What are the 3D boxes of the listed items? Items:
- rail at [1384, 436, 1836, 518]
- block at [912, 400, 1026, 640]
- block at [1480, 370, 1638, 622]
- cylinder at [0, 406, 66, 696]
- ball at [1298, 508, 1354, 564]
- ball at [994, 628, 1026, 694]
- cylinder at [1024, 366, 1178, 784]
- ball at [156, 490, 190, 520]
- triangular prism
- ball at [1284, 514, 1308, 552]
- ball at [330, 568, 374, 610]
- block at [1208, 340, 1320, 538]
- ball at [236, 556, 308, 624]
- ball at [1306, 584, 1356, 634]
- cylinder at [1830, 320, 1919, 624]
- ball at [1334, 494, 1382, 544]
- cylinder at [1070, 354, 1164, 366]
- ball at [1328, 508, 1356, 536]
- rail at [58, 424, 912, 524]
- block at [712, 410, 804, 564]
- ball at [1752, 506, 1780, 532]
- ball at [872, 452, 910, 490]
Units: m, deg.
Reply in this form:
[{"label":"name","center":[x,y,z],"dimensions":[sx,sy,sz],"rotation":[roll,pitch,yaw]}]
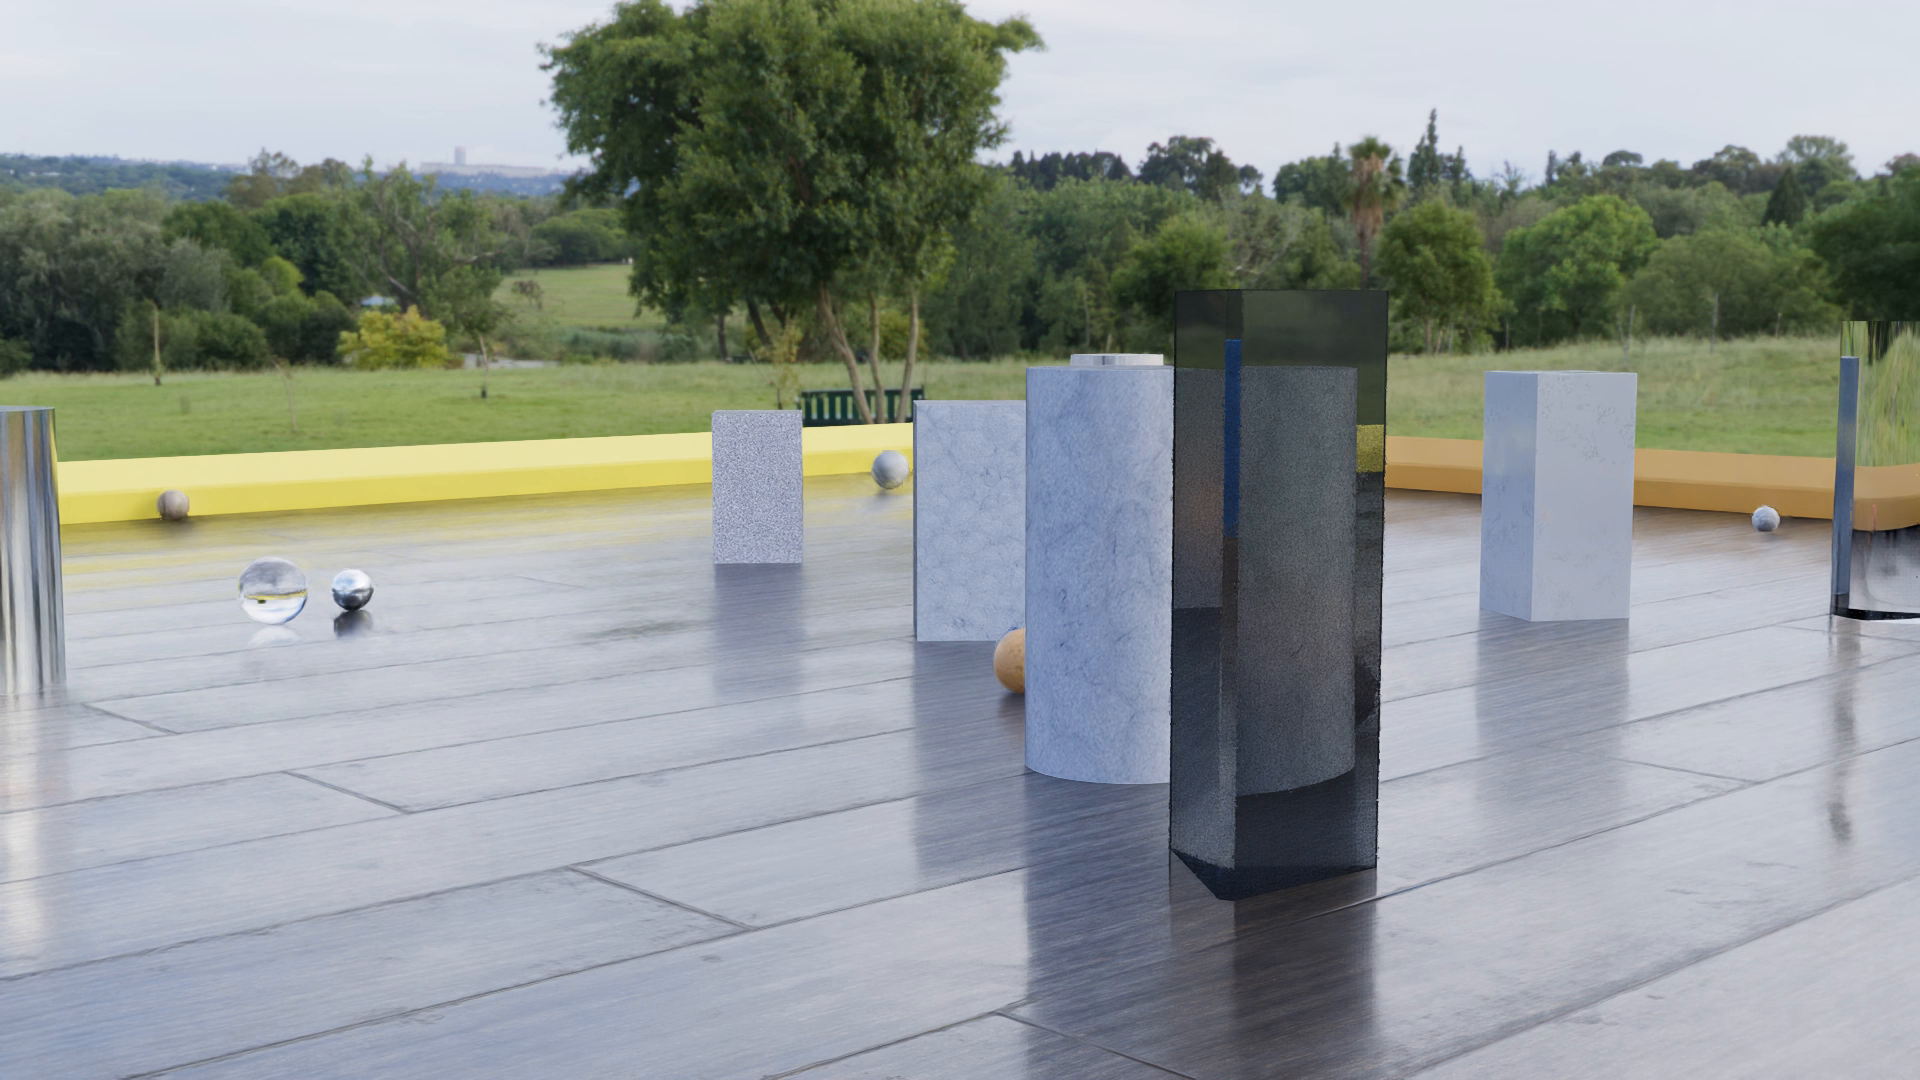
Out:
[{"label":"rail","center":[1.677,-0.128,4.870],"dimensions":[0.045,0.128,4.393],"rotation":[-5,8,-42]},{"label":"block","center":[0.016,-0.030,3.036],"dimensions":[0.157,0.318,0.157],"rotation":[0,6,-3]},{"label":"block","center":[0.876,-0.069,3.231],"dimensions":[0.157,0.355,0.157],"rotation":[-2,6,-14]},{"label":"cylinder","center":[-1.173,0.009,2.611],"dimensions":[0.197,0.328,0.197],"rotation":[0,6,0]},{"label":"ball","center":[0.641,-0.005,3.854],"dimensions":[0.098,0.098,0.098],"rotation":[0,6,0]},{"label":"ball","center":[0.077,0.140,2.564],"dimensions":[0.076,0.076,0.076],"rotation":[0,6,0]},{"label":"cylinder","center":[0.162,0.026,2.152],"dimensions":[0.197,0.389,0.197],"rotation":[0,6,0]},{"label":"ball","center":[-1.667,-0.074,4.661],"dimensions":[0.067,0.067,0.067],"rotation":[0,6,0]},{"label":"triangular prism","center":[0.222,0.033,1.750],"dimensions":[0.170,0.460,0.148],"rotation":[-5,8,-38]},{"label":"ball","center":[0.633,-0.012,4.048],"dimensions":[0.072,0.072,0.072],"rotation":[0,6,0]},{"label":"ball","center":[-0.906,0.074,3.275],"dimensions":[0.061,0.061,0.061],"rotation":[0,6,0]},{"label":"block","center":[0.606,-0.208,4.407],"dimensions":[0.157,0.385,0.157],"rotation":[-4,7,-35]},{"label":"ball","center":[-0.975,0.072,3.120],"dimensions":[0.097,0.097,0.097],"rotation":[0,6,0]},{"label":"ball","center":[0.513,0.095,3.036],"dimensions":[0.069,0.069,0.069],"rotation":[0,6,0]},{"label":"cylinder","center":[1.381,-0.104,3.204],"dimensions":[0.197,0.429,0.197],"rotation":[0,6,0]},{"label":"ball","center":[0.759,-0.040,4.204],"dimensions":[0.094,0.094,0.094],"rotation":[0,6,0]},{"label":"cylinder","center":[0.333,-0.219,4.689],"dimensions":[0.197,0.350,0.197],"rotation":[0,6,0]},{"label":"ball","center":[0.697,-0.021,4.094],"dimensions":[0.079,0.079,0.079],"rotation":[0,6,0]},{"label":"rail","center":[-1.474,-0.133,4.920],"dimensions":[4.610,0.128,0.045],"rotation":[-5,8,-42]},{"label":"block","center":[-0.361,-0.098,3.947],"dimensions":[0.157,0.263,0.157],"rotation":[0,6,-3]},{"label":"ball","center":[1.616,-0.041,4.411],"dimensions":[0.053,0.053,0.053],"rotation":[0,6,0]},{"label":"ball","center":[-0.174,-0.174,5.483],"dimensions":[0.094,0.094,0.094],"rotation":[0,6,0]}]
